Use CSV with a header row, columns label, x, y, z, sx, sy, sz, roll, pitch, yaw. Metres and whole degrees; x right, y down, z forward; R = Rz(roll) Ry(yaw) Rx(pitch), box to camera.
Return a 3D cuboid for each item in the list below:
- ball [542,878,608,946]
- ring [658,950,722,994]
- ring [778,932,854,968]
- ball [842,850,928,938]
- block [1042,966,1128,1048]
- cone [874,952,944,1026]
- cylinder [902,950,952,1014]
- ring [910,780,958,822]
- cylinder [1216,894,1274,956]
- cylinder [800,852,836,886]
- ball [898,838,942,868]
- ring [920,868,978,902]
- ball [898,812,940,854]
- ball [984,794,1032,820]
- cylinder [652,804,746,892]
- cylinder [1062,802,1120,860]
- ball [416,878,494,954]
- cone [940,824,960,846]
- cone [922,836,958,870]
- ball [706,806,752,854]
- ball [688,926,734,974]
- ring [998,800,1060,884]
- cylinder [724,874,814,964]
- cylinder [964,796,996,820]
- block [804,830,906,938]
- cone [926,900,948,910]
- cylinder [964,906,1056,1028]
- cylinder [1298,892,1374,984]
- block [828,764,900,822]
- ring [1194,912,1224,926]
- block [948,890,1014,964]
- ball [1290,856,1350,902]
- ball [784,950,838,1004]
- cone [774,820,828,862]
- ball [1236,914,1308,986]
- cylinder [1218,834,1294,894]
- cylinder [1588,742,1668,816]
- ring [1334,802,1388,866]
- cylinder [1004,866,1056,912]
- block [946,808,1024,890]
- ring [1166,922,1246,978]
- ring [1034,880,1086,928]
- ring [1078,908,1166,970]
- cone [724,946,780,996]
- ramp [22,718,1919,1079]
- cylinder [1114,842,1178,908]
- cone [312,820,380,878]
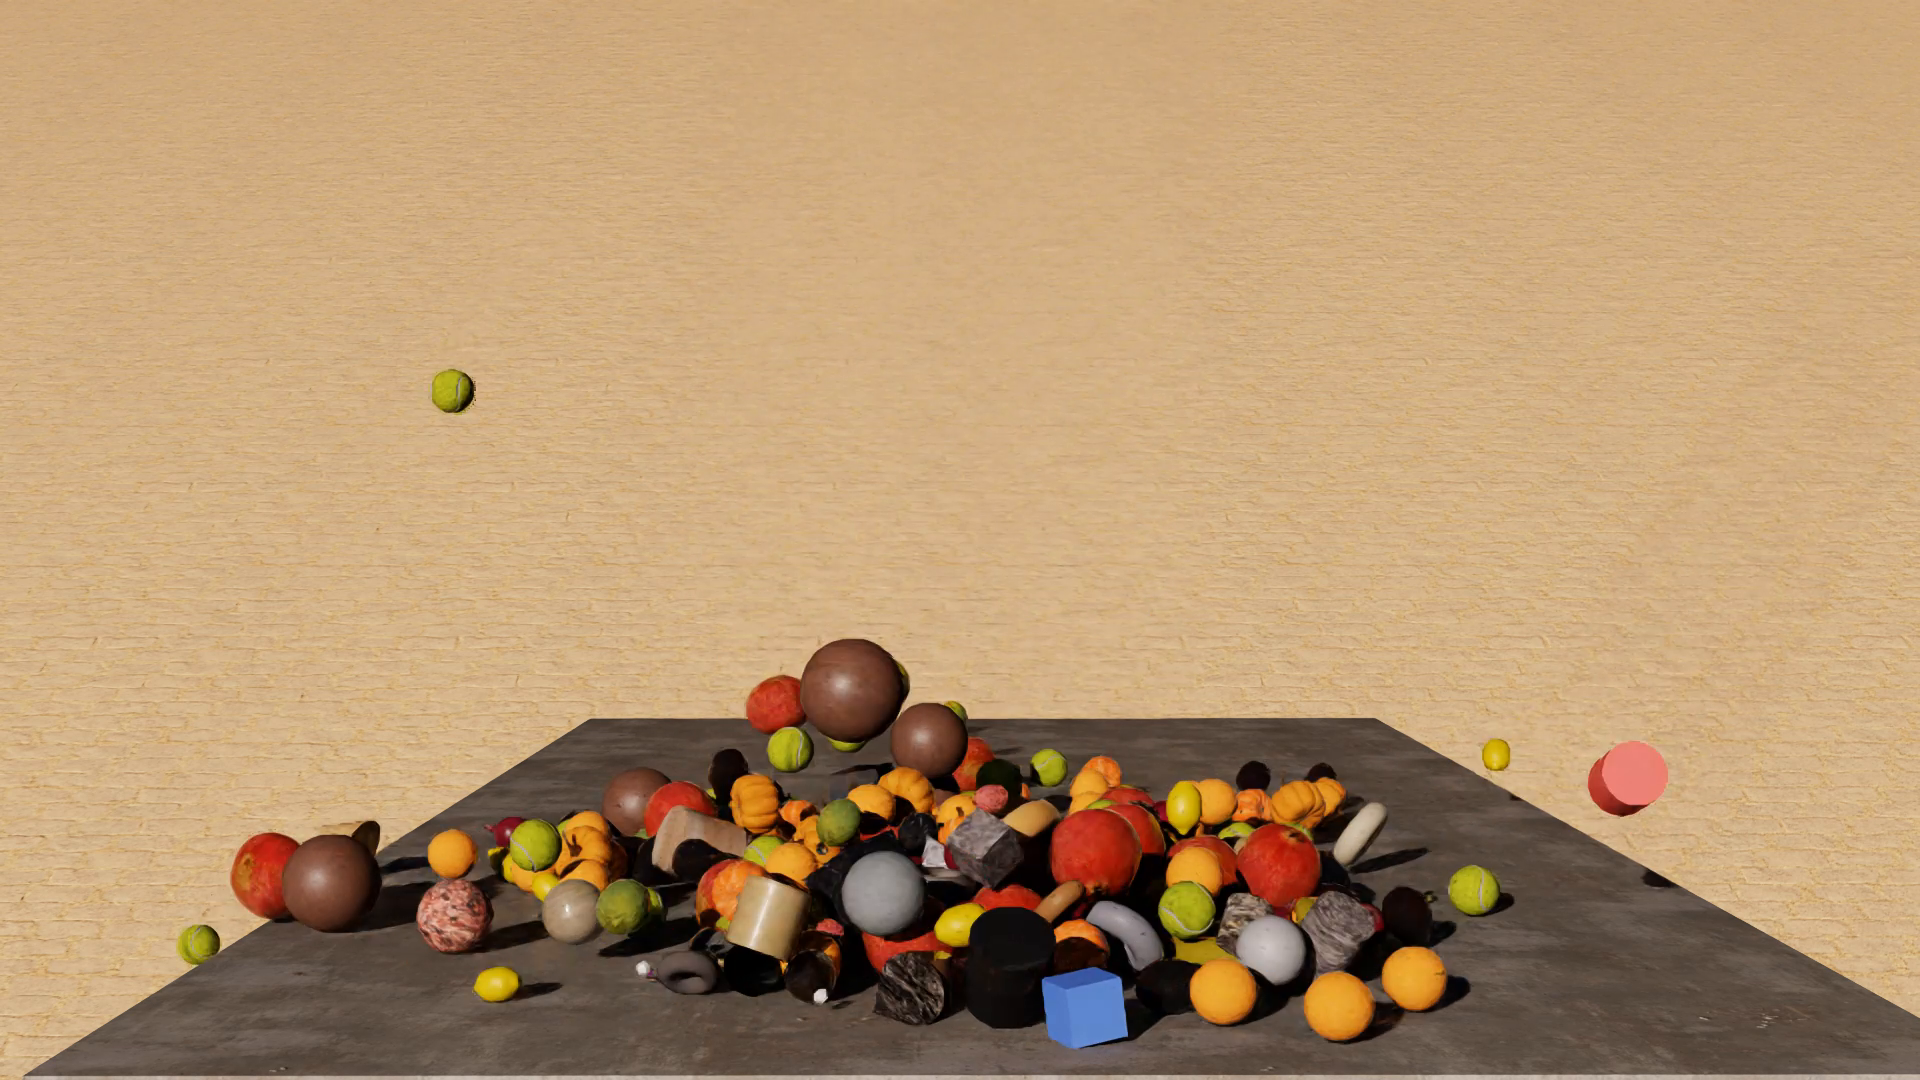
label,x,y,z,sx,sy,sz,roll,pitch,yaw
ball,-0.470,0.455,3.152,0.082,0.082,0.082,0,27,0
ring,-0.312,0.499,2.977,0.075,0.075,0.025,2,49,3
ring,-0.183,0.506,3.170,0.105,0.035,0.105,0,2,0
ball,-0.086,0.407,2.973,0.099,0.099,0.099,0,27,0
block,0.132,0.496,2.739,0.064,0.064,0.064,-9,4,-22
cone,-0.075,0.511,2.863,0.083,0.083,0.083,18,55,-27
cylinder,-0.039,0.498,2.902,0.062,0.062,0.062,0,1,0
ring,-0.046,0.460,4.559,0.086,0.029,0.086,12,46,-13
cylinder,0.338,0.457,3.056,0.057,0.057,0.057,8,59,16
cylinder,-0.198,0.482,3.742,0.053,0.053,0.053,8,0,15
ball,-0.061,0.467,3.771,0.087,0.087,0.087,0,27,0
ring,-0.024,0.427,3.197,0.093,0.031,0.093,5,3,0
ball,-0.055,0.395,3.484,0.056,0.056,0.056,0,27,0
ball,0.072,0.407,3.684,0.091,0.091,0.091,0,27,0
cylinder,-0.375,0.444,3.714,0.099,0.099,0.099,23,17,-25
cylinder,0.203,0.449,3.977,0.069,0.069,0.069,-23,28,2
ball,-0.636,0.474,3.254,0.095,0.095,0.095,0,27,0
cone,0.002,0.484,3.954,0.072,0.072,0.072,-12,31,-23
cone,-0.003,0.435,3.402,0.087,0.087,0.087,4,27,4
ball,-0.370,0.461,4.051,0.088,0.088,0.088,0,27,0
ball,-0.297,0.495,3.104,0.060,0.060,0.060,0,27,0
ring,0.070,0.377,3.214,0.132,0.132,0.044,-25,62,-40
cylinder,-0.216,0.430,2.927,0.080,0.080,0.080,18,-12,4
cylinder,0.048,0.464,4.306,0.072,0.072,0.072,0,26,-12
block,-0.123,0.447,3.341,0.093,0.093,0.093,-17,72,-50
cone,-0.037,0.481,3.612,0.072,0.072,0.072,-9,-5,-17
cylinder,0.053,0.465,2.807,0.094,0.094,0.094,3,39,-2
cylinder,0.427,0.458,2.976,0.074,0.074,0.074,20,33,-14
block,-0.168,0.442,4.518,0.083,0.083,0.083,1,-18,-40
ring,0.357,0.500,3.316,0.117,0.039,0.117,-2,-2,0
block,0.027,0.483,3.222,0.078,0.078,0.078,0,1,3
ball,0.495,0.474,3.544,0.082,0.082,0.082,0,27,0
ball,-0.170,0.498,2.945,0.060,0.060,0.060,0,27,0
cone,-0.259,0.489,4.049,0.075,0.075,0.075,-27,23,14
ball,0.352,0.464,2.916,0.080,0.080,0.080,0,27,0
cylinder,0.427,0.469,3.730,0.084,0.084,0.084,1,26,-15
cylinder,0.848,0.304,3.277,0.082,0.082,0.082,0,-15,1
ring,0.600,0.440,3.867,0.037,0.112,0.112,38,40,17
cylinder,0.088,0.474,3.412,0.063,0.063,0.063,8,32,16
block,0.029,0.366,3.063,0.058,0.058,0.058,26,59,40
ring,0.324,0.498,3.145,0.148,0.049,0.148,-3,2,0
ring,0.115,0.432,3.041,0.027,0.080,0.080,47,45,17
ring,0.194,0.477,3.088,0.114,0.114,0.038,12,61,23
cone,-0.253,0.512,3.023,0.066,0.066,0.066,9,61,-18
ramp,0.060,0.544,4.581,2.000,0.100,4.000,0,1,0
cylinder,0.261,0.470,3.629,0.084,0.084,0.084,0,-1,0
cone,-0.934,0.446,3.869,0.091,0.091,0.091,20,32,19
